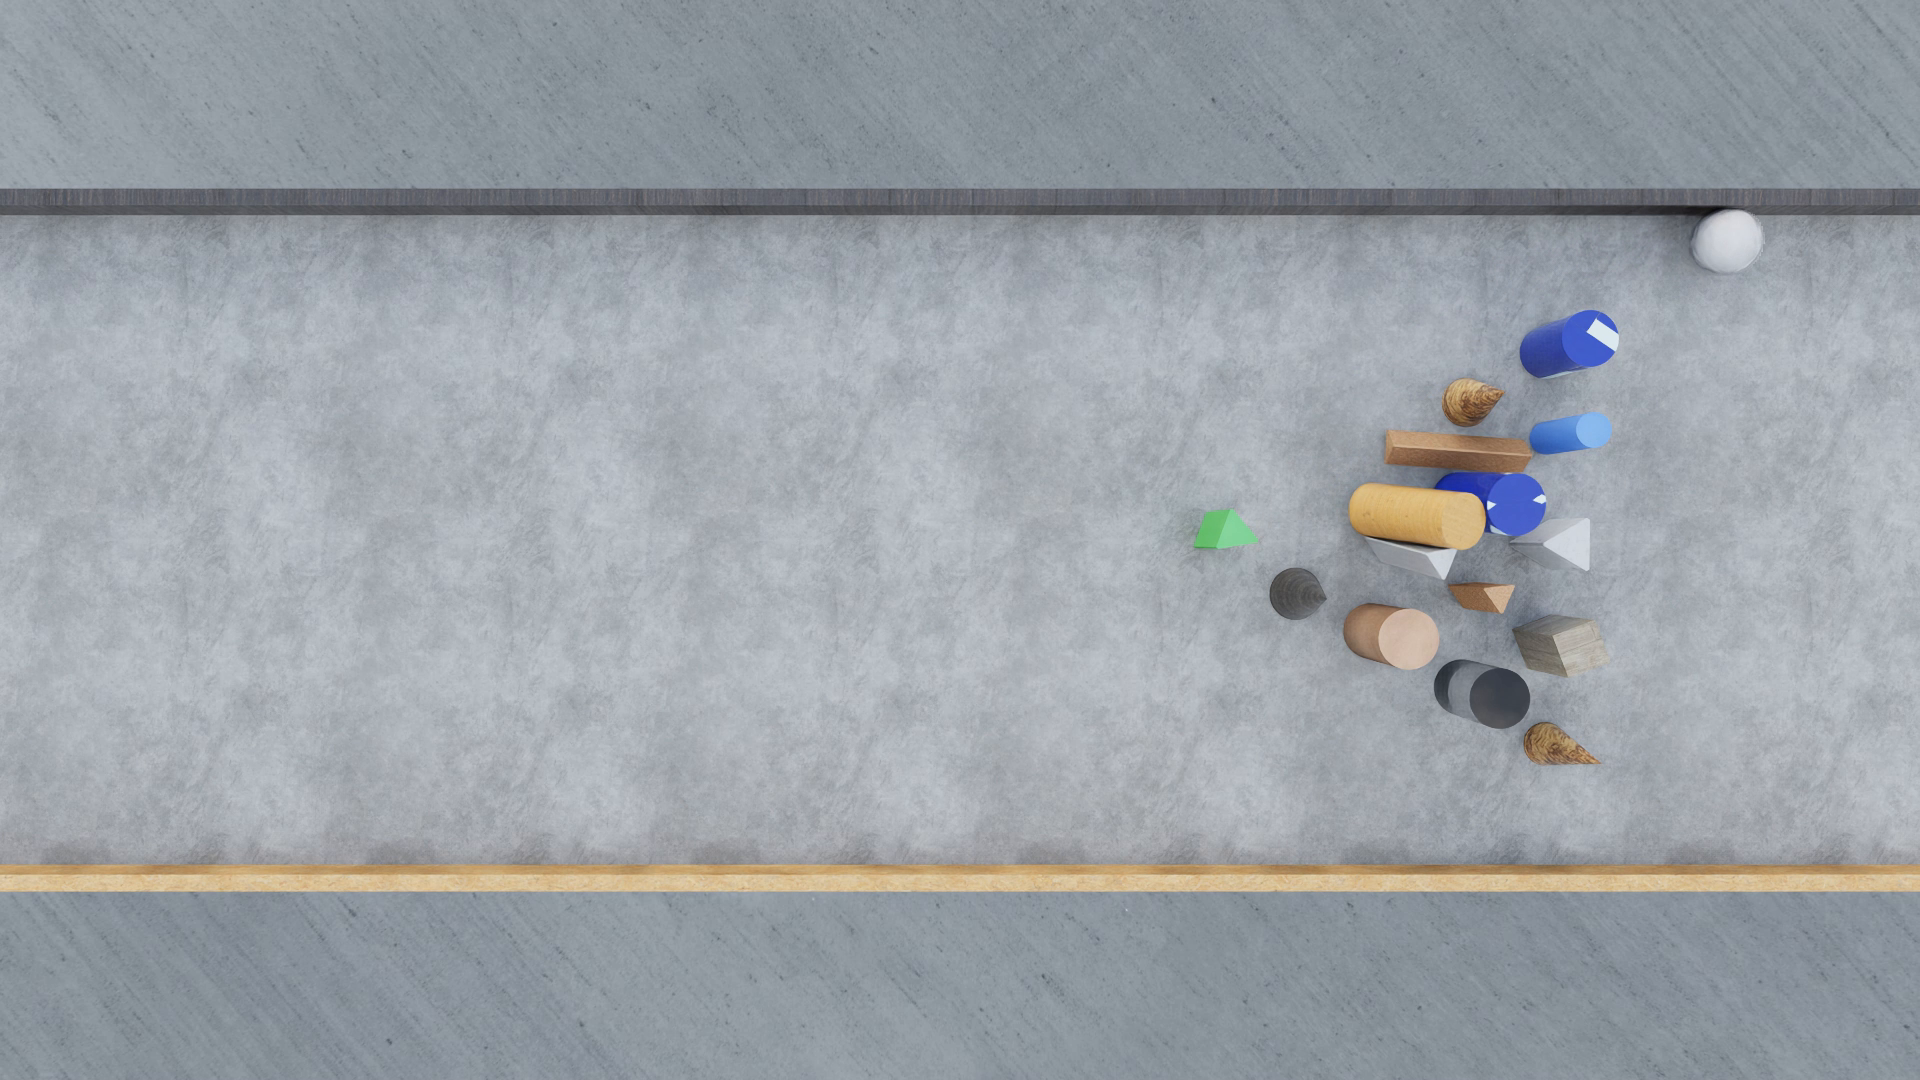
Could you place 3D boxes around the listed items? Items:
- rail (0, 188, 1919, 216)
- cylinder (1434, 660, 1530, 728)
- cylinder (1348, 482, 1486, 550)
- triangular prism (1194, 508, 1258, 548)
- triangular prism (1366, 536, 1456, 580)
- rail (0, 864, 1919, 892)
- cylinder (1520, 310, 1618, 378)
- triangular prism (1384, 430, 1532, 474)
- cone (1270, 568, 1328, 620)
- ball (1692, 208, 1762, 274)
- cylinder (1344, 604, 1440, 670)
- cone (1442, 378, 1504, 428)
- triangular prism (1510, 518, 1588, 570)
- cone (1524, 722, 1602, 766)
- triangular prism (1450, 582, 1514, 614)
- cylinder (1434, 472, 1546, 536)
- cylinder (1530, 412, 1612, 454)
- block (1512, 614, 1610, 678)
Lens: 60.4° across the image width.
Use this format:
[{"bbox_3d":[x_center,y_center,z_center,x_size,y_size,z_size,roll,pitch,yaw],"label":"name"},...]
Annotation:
[{"bbox_3d":[-2.247,-1.025,5.002,12.000,0.150,0.050,0,90,0],"label":"rail"},{"bbox_3d":[1.545,0.454,4.899,0.174,0.356,0.174,0,90,0],"label":"cylinder"},{"bbox_3d":[1.341,-0.074,4.859,0.164,0.405,0.164,-3,97,-26],"label":"cylinder"},{"bbox_3d":[0.770,-0.037,4.851,0.118,0.451,0.102,-10,90,0],"label":"triangular prism"},{"bbox_3d":[1.347,0.027,4.897,0.084,0.357,0.097,-39,105,-7],"label":"triangular prism"},{"bbox_3d":[-2.247,1.025,5.001,12.000,0.150,0.050,0,90,0],"label":"rail"},{"bbox_3d":[1.803,-0.577,4.897,0.163,0.358,0.163,0,90,0],"label":"cylinder"},{"bbox_3d":[1.520,-0.271,5.029,0.420,0.090,0.104,4,90,0],"label":"triangular prism"},{"bbox_3d":[1.033,0.166,4.859,0.162,0.435,0.162,0,90,0],"label":"cone"},{"bbox_3d":[2.314,-0.903,4.980,0.194,0.194,0.194,0,90,0],"label":"ball"},{"bbox_3d":[1.265,0.280,4.861,0.172,0.430,0.172,0,90,0],"label":"cylinder"},{"bbox_3d":[1.559,-0.424,4.893,0.152,0.367,0.152,0,90,0],"label":"cone"},{"bbox_3d":[1.785,-0.006,4.924,0.151,0.306,0.130,30,90,0],"label":"triangular prism"},{"bbox_3d":[1.801,0.627,4.850,0.134,0.453,0.134,0,90,0],"label":"cone"},{"bbox_3d":[1.559,0.153,4.902,0.076,0.349,0.087,-36,90,0],"label":"triangular prism"},{"bbox_3d":[1.560,-0.111,4.883,0.179,0.362,0.179,-1,93,-9],"label":"cylinder"},{"bbox_3d":[1.804,-0.313,4.884,0.102,0.384,0.102,0,90,0],"label":"cylinder"},{"bbox_3d":[1.782,0.312,4.902,0.130,0.348,0.130,-21,90,0],"label":"block"}]
